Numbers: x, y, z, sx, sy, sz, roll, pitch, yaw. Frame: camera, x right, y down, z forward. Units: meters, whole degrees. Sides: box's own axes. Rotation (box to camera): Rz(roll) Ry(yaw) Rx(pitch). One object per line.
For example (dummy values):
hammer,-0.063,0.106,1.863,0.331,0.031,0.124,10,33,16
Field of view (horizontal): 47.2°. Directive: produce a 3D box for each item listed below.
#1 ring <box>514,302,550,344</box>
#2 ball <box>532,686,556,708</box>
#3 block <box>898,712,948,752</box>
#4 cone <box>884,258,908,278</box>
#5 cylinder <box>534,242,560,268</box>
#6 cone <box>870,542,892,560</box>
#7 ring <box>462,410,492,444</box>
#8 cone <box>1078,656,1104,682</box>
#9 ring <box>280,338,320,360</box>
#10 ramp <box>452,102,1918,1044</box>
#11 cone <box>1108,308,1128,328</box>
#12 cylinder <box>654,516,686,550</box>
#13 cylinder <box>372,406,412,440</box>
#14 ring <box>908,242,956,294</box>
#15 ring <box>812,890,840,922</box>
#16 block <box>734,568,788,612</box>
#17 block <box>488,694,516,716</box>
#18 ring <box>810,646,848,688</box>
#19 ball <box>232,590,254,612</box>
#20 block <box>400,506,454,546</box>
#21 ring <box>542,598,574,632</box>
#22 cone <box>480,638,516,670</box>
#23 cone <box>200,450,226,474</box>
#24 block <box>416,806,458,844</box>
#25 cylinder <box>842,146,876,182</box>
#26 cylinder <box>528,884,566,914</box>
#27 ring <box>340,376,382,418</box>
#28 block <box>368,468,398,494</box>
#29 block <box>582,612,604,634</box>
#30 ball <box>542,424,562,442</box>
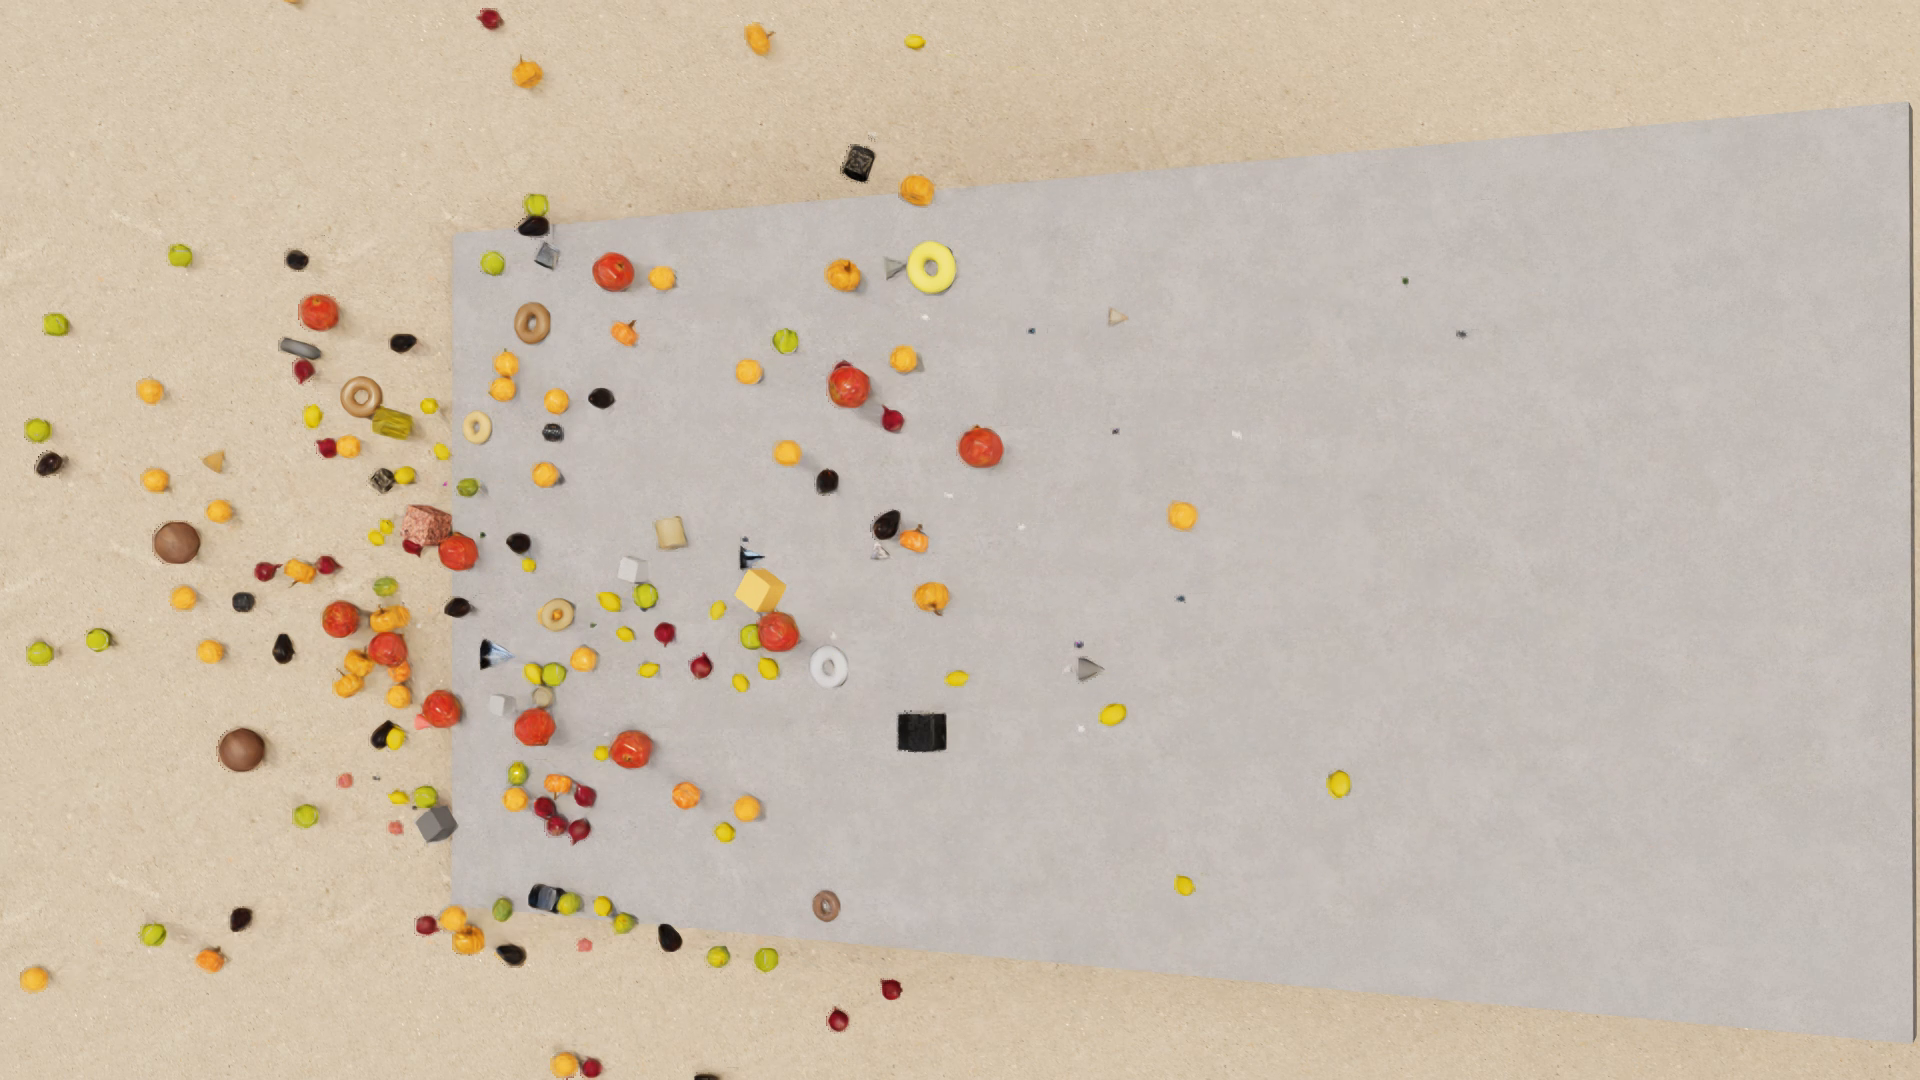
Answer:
ring,-1.242,-0.632,6.387,0.125,0.042,0.125,-1,88,29
ball,-1.200,0.451,6.340,0.065,0.065,0.065,0,89,0
block,-0.098,0.500,5.735,0.094,0.094,0.094,0,89,28
cone,-0.168,-0.723,5.824,0.059,0.059,0.059,-9,89,1
cylinder,-1.189,-0.820,6.341,0.057,0.057,0.057,26,103,0
cone,-0.204,0.037,5.837,0.054,0.054,0.054,20,89,0
ring,-1.424,-0.331,6.486,0.101,0.034,0.101,-1,88,29
cone,0.335,0.324,5.532,0.064,0.064,0.064,-3,89,15
ring,-1.974,-0.571,6.582,0.120,0.120,0.040,15,87,0
ramp,0.276,0.077,5.650,4.000,0.100,2.000,0,89,28
cone,0.401,-0.558,5.521,0.051,0.051,0.051,4,89,1
cylinder,-0.806,-0.017,6.126,0.076,0.076,0.076,-13,80,0
cylinder,-1.697,-0.348,6.573,0.085,0.085,0.085,17,89,-38
ring,-0.075,-0.712,5.755,0.137,0.046,0.137,5,101,25
ring,-0.360,0.983,5.908,0.084,0.028,0.084,-1,88,28
block,-0.541,0.138,5.981,0.085,0.085,0.085,36,106,24
block,-1.338,0.481,6.421,0.051,0.051,0.051,12,95,28
ring,-0.351,0.341,5.904,0.116,0.039,0.116,0,90,27
ball,-2.152,0.186,6.601,0.066,0.066,0.066,0,89,0
block,-1.584,-0.041,6.534,0.096,0.096,0.096,21,100,28
ring,-1.150,0.214,6.285,0.099,0.033,0.099,-11,112,-29
cone,-1.345,0.337,6.431,0.096,0.096,0.096,4,89,1
cone,-2.233,-0.247,6.617,0.069,0.069,0.069,35,67,0
block,-1.550,0.844,6.518,0.073,0.073,0.073,-43,71,22
cylinder,-0.280,-1.046,6.109,0.072,0.072,0.072,19,78,0
cylinder,-1.186,1.031,6.320,0.076,0.076,0.076,8,89,33
ring,-1.802,-0.430,6.619,0.127,0.042,0.127,0,87,0
block,-1.731,-0.178,6.599,0.053,0.053,0.053,39,104,0
block,-1.048,0.237,6.286,0.059,0.059,0.059,-1,88,-1
ball,-1.174,-0.309,6.339,0.056,0.056,0.056,0,89,0
